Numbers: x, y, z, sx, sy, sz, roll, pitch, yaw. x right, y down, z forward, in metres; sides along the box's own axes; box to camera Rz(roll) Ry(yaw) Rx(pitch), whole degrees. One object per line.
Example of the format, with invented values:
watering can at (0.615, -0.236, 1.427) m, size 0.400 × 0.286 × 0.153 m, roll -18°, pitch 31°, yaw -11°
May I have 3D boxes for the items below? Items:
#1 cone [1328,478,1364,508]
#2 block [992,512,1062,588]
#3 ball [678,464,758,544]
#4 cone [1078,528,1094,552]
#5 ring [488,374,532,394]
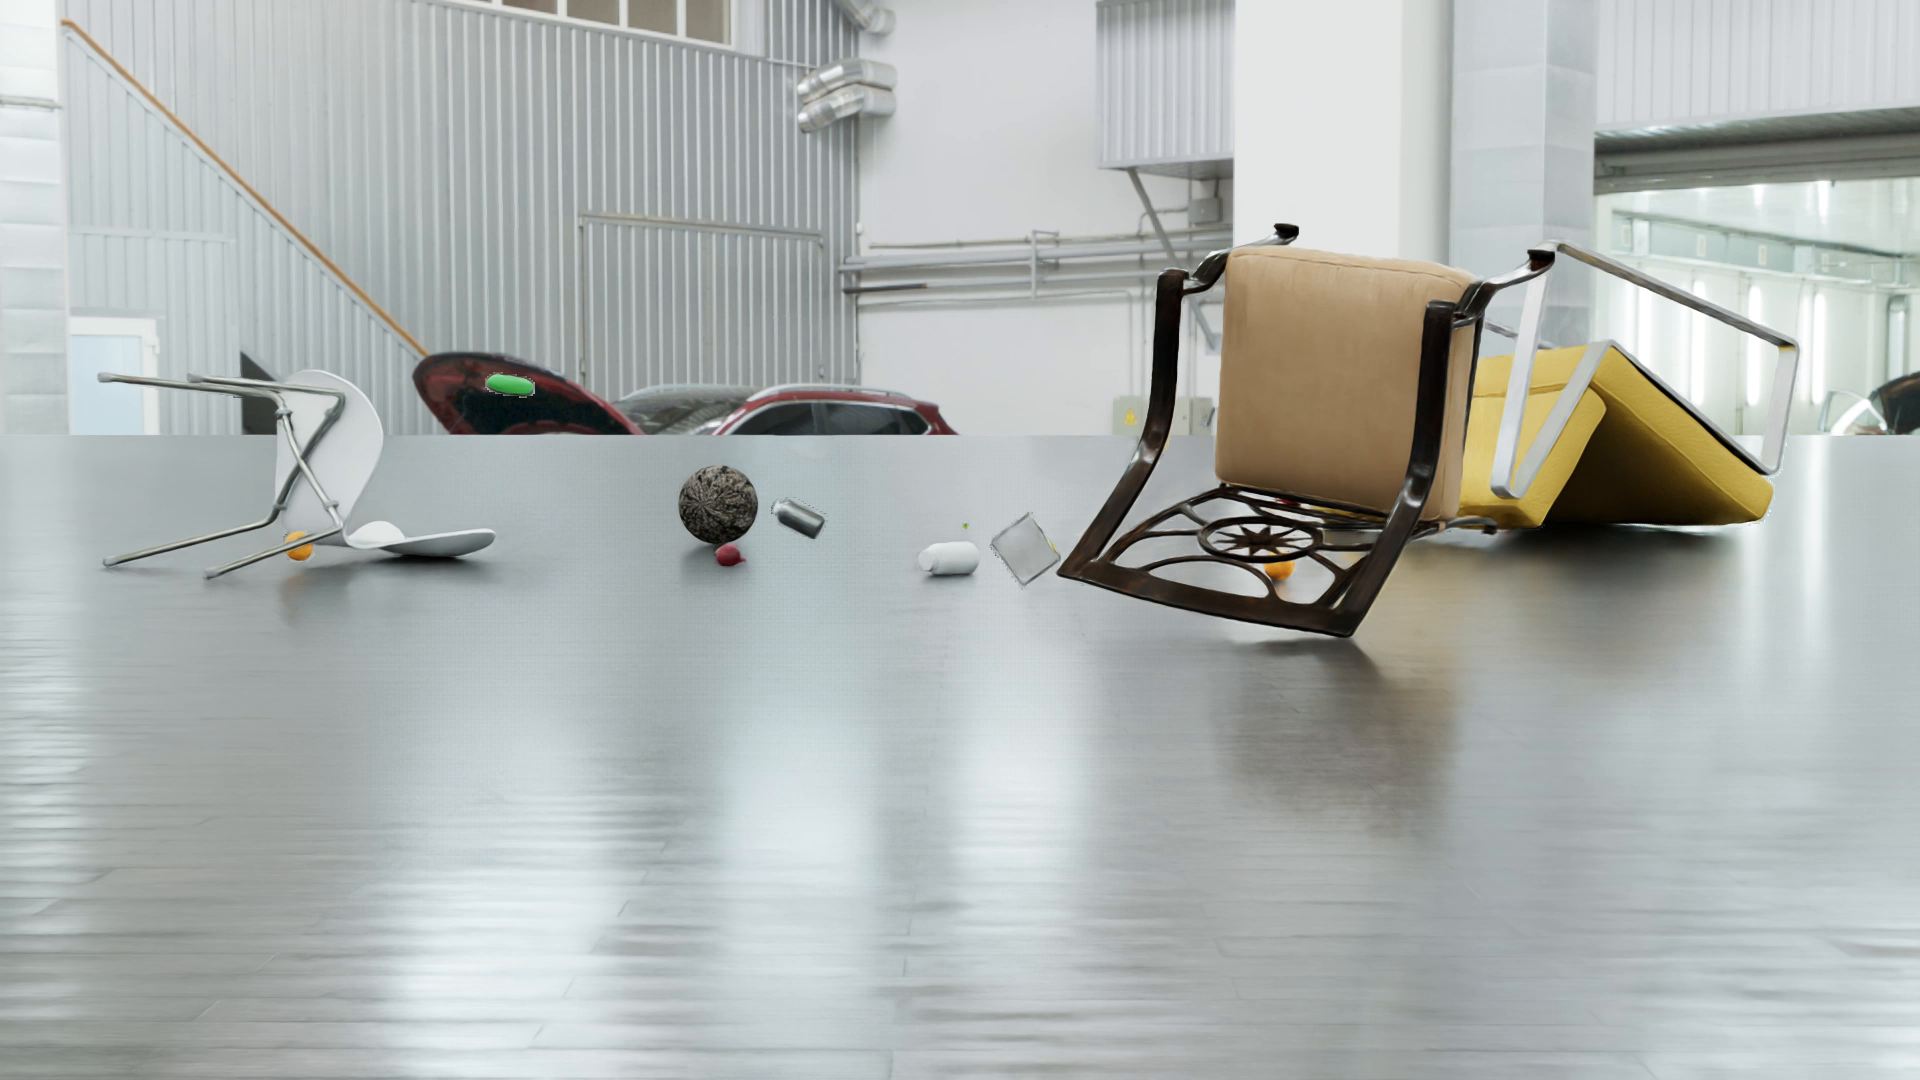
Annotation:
cone at (1.484, -0.154, 8.324) m, size 0.124 × 0.119 × 0.141 m, roll 24°, pitch -14°, yaw -30°
block at (0.144, 0.021, 4.790) m, size 0.102 × 0.117 × 0.095 m, roll -36°, pitch 4°, yaw 4°
ball at (-0.699, -0.102, 6.357) m, size 0.230 × 0.230 × 0.230 m, roll 0°, pitch 4°, yaw 0°
cone at (0.338, -0.008, 6.075) m, size 0.056 × 0.071 × 0.041 m, roll -12°, pitch 27°, yaw -39°
ring at (-1.703, -0.589, 8.328) m, size 0.180 × 0.057 × 0.062 m, roll 8°, pitch 17°, yaw -31°
